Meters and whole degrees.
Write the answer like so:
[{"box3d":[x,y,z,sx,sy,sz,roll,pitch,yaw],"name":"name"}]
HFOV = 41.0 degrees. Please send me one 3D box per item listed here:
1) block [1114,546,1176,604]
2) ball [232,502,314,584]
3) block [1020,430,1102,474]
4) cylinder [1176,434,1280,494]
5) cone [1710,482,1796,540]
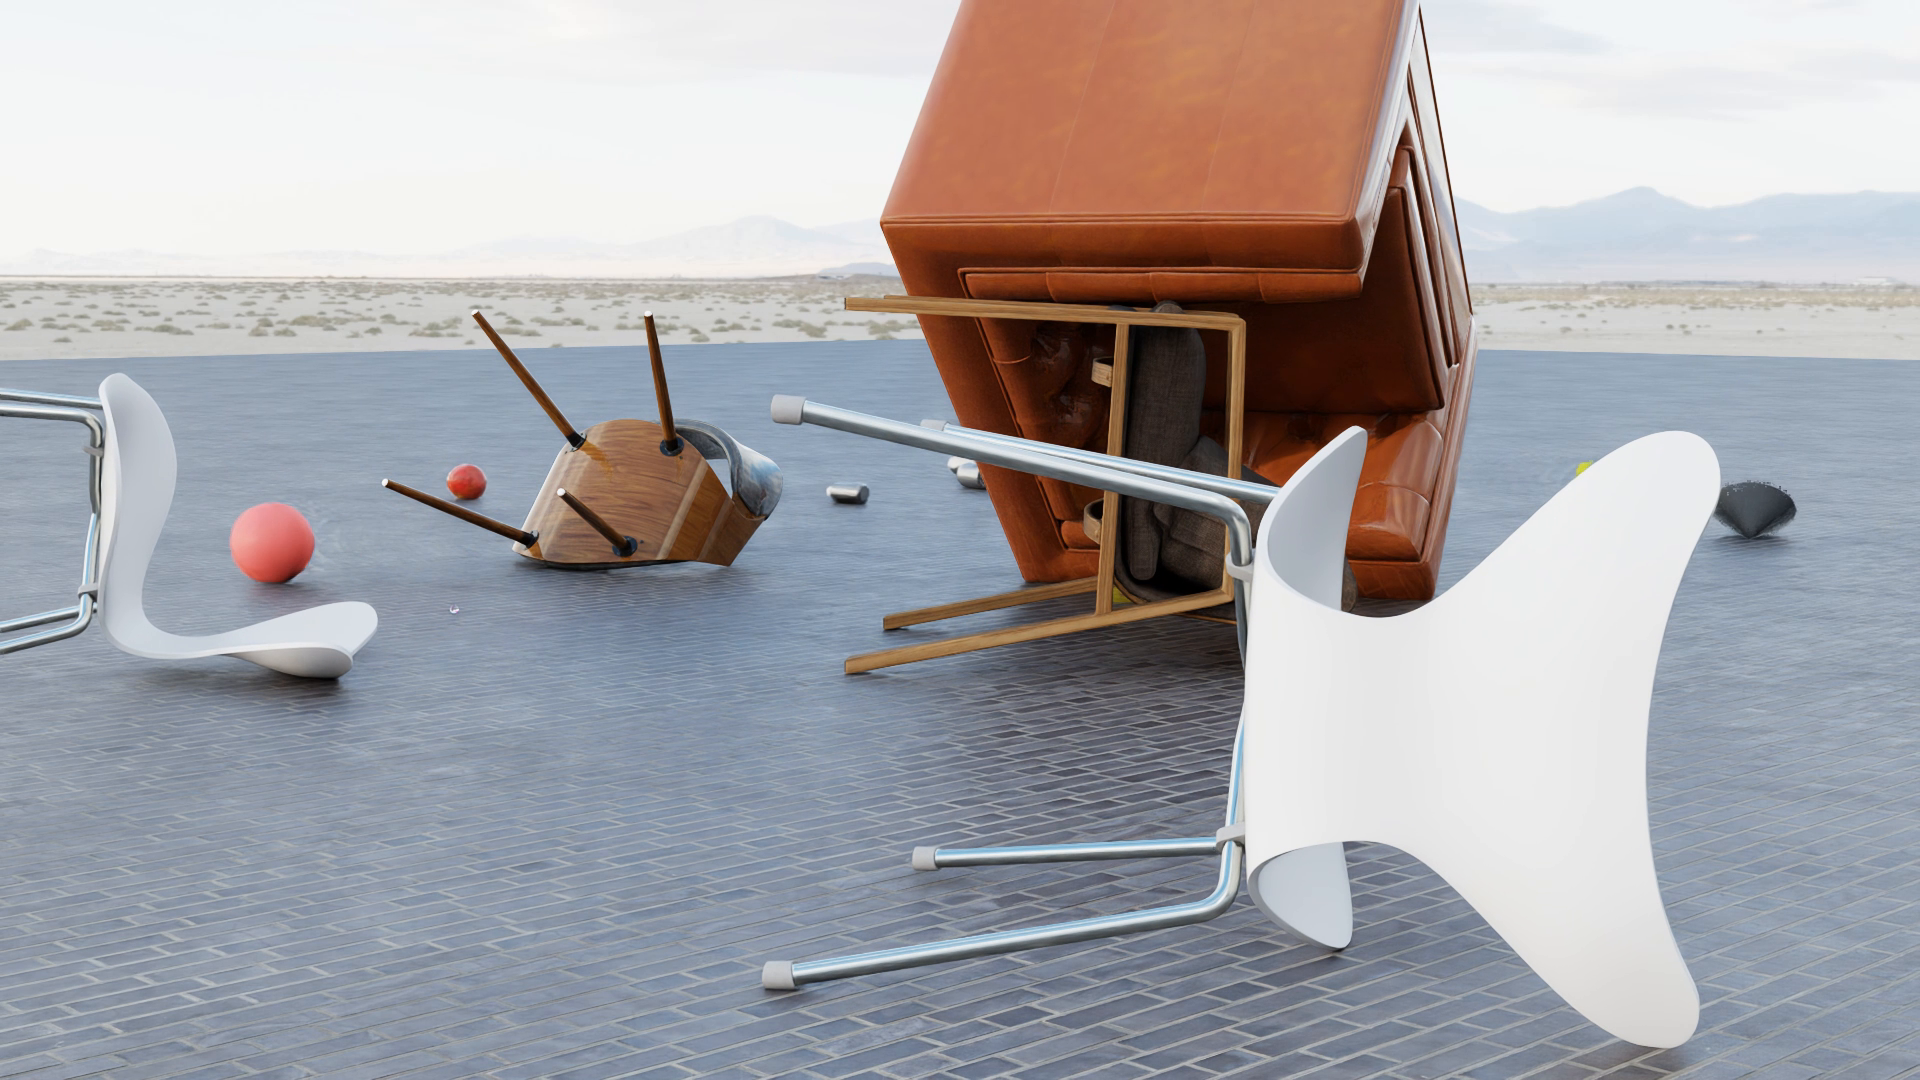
[{"box3d":[0.377,0.069,5.232,0.126,0.105,0.108,1,6,5],"name":"block"},{"box3d":[-1.475,0.006,5.509,0.173,0.173,0.173,0,6,0],"name":"ball"},{"box3d":[0.343,-0.295,8.631,0.238,0.133,0.183,2,6,16],"name":"block"},{"box3d":[0.822,-0.236,7.880,0.313,0.168,0.257,1,6,11],"name":"cylinder"},{"box3d":[1.991,-0.040,6.462,0.211,0.172,0.120,6,43,18],"name":"cone"}]
